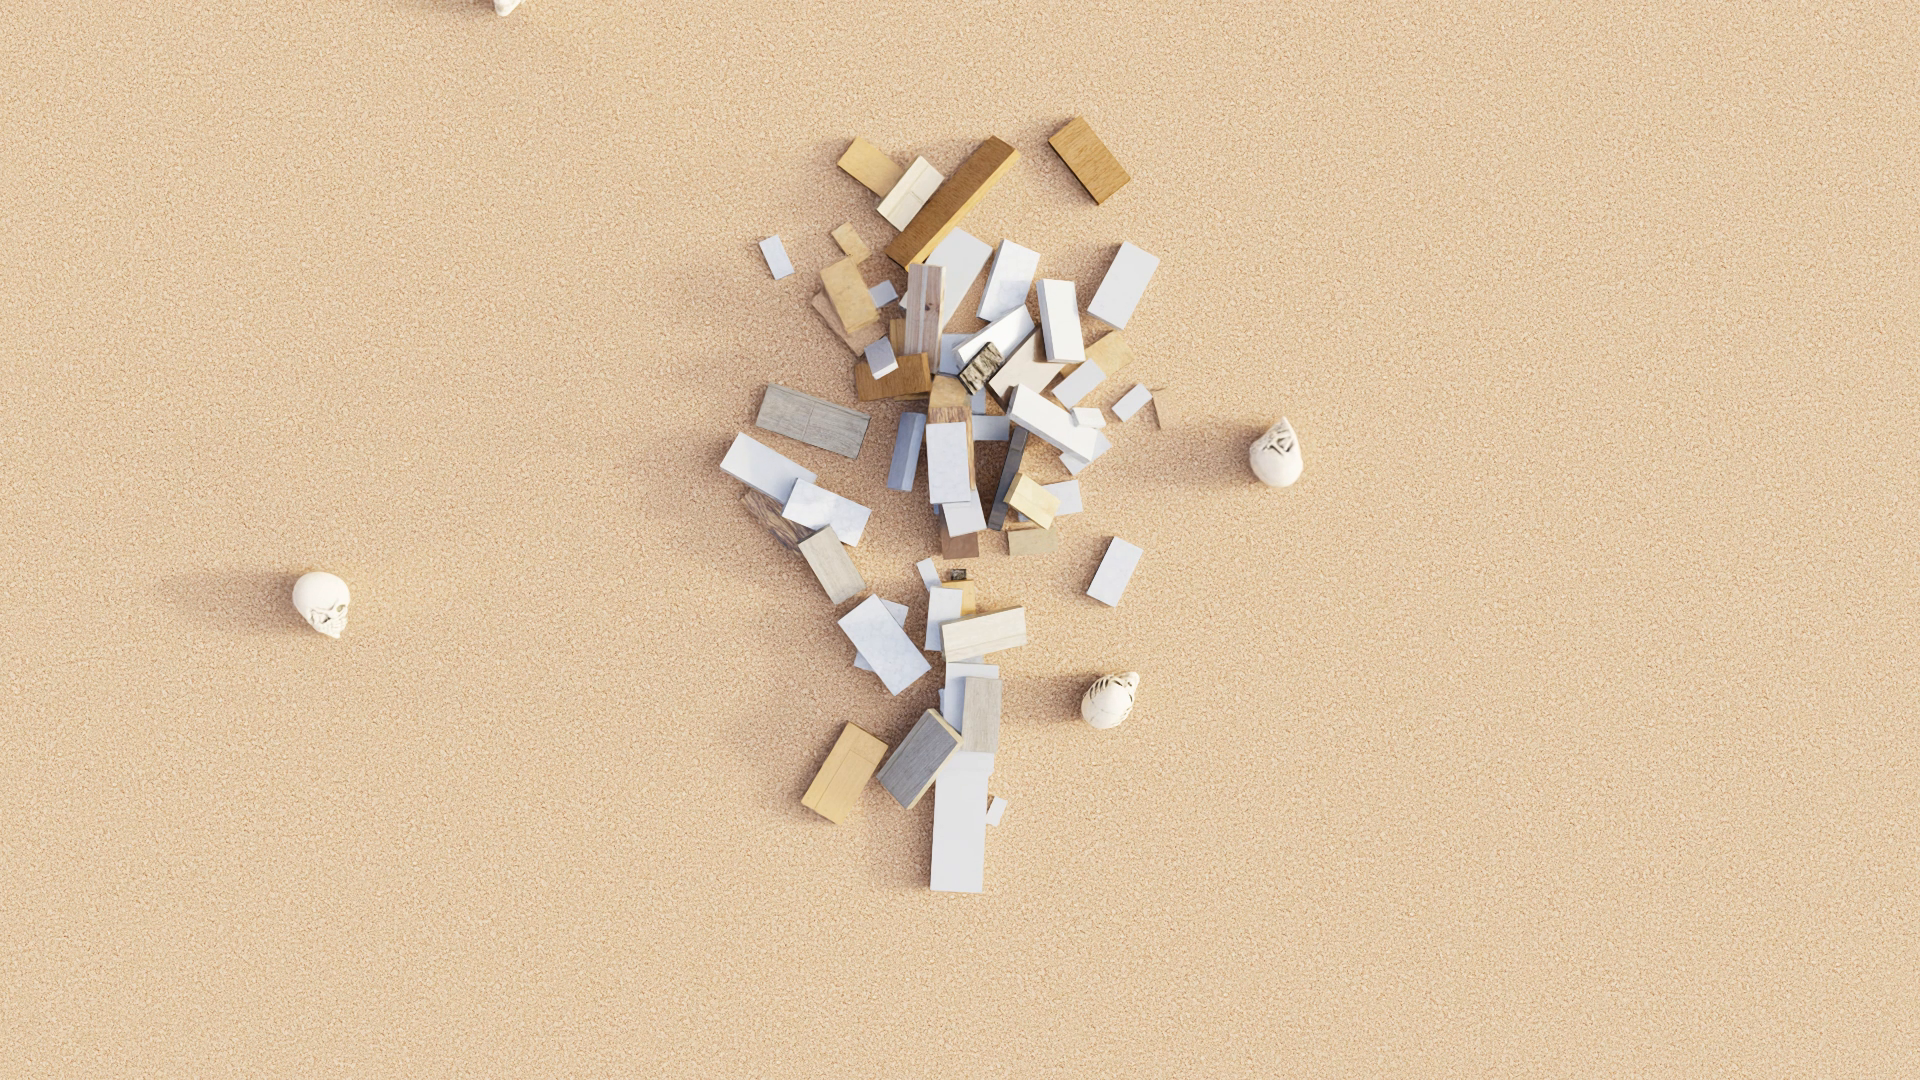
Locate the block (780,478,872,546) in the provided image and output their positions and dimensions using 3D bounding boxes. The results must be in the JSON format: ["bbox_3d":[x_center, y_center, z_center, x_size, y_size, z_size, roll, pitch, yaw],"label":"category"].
[{"bbox_3d":[-0.442,-0.091,5.438,0.271,0.038,0.135,23,90,-19],"label":"block"}]

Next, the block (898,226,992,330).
[{"bbox_3d":[-0.046,-0.862,5.426,0.162,0.046,0.324,31,83,5],"label":"block"}]

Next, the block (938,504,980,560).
[{"bbox_3d":[-0.006,-0.057,5.427,0.120,0.034,0.240,-5,109,1],"label":"block"}]

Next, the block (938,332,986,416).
[{"bbox_3d":[0.003,-0.518,5.442,0.162,0.046,0.324,0,103,0],"label":"block"}]

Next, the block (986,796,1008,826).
[{"bbox_3d":[0.119,0.903,5.493,0.046,0.013,0.092,24,90,0],"label":"block"}]

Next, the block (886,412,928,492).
[{"bbox_3d":[-0.176,-0.292,5.435,0.036,0.128,0.256,12,90,-26],"label":"block"}]

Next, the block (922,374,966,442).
[{"bbox_3d":[-0.048,-0.421,5.387,0.111,0.031,0.221,11,97,-1],"label":"block"}]

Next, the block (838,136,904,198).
[{"bbox_3d":[-0.279,-1.223,5.483,0.234,0.033,0.117,37,90,0],"label":"block"}]

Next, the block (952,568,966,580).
[{"bbox_3d":[-0.003,0.147,5.493,0.051,0.015,0.103,-1,90,0],"label":"block"}]

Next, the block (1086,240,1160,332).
[{"bbox_3d":[0.541,-0.841,5.464,0.135,0.038,0.270,28,83,0],"label":"block"}]

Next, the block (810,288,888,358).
[{"bbox_3d":[-0.370,-0.739,5.482,0.124,0.035,0.247,-42,90,0],"label":"block"}]

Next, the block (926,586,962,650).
[{"bbox_3d":[-0.053,0.259,5.407,0.104,0.030,0.209,5,100,-2],"label":"block"}]

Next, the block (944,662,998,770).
[{"bbox_3d":[0.033,0.574,5.399,0.171,0.048,0.341,3,93,1],"label":"block"}]

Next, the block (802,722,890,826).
[{"bbox_3d":[-0.381,0.775,5.478,0.154,0.044,0.309,31,90,0],"label":"block"}]

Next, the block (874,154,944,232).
[{"bbox_3d":[-0.168,-1.147,5.457,0.115,0.033,0.230,39,89,-28],"label":"block"}]

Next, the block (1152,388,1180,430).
[{"bbox_3d":[0.685,-0.436,5.491,0.064,0.018,0.128,-15,90,0],"label":"block"}]

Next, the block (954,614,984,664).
[{"bbox_3d":[0.016,0.356,5.459,0.104,0.030,0.209,-12,102,2],"label":"block"}]

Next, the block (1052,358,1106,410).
[{"bbox_3d":[0.394,-0.515,5.455,0.168,0.024,0.084,-41,90,0],"label":"block"}]

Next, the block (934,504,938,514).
[{"bbox_3d":[-0.036,-0.197,5.449,0.111,0.031,0.221,-3,109,0],"label":"block"}]

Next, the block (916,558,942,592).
[{"bbox_3d":[-0.102,0.115,5.493,0.051,0.015,0.103,-22,90,0],"label":"block"}]

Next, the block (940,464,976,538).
[{"bbox_3d":[-0.006,-0.126,5.439,0.120,0.034,0.240,-2,109,0],"label":"block"}]

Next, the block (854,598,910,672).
[{"bbox_3d":[-0.261,0.319,5.483,0.120,0.034,0.239,17,90,0],"label":"block"}]

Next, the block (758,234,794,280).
[{"bbox_3d":[-0.609,-0.940,5.490,0.068,0.019,0.137,-25,90,0],"label":"block"}]

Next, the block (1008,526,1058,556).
[{"bbox_3d":[0.243,0.005,5.489,0.161,0.023,0.081,-6,90,0],"label":"block"}]

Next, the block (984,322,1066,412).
[{"bbox_3d":[0.222,-0.557,5.400,0.304,0.043,0.152,-48,112,-21],"label":"block"}]

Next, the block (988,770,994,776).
[{"bbox_3d":[0.068,0.749,5.493,0.046,0.013,0.092,-41,90,0],"label":"block"}]

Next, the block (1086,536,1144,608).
[{"bbox_3d":[0.514,0.106,5.485,0.107,0.030,0.213,26,90,0],"label":"block"}]

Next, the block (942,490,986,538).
[{"bbox_3d":[-0.001,-0.139,5.351,0.120,0.034,0.240,-14,83,-1],"label":"block"}]

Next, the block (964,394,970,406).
[{"bbox_3d":[-0.015,-0.369,5.436,0.111,0.031,0.221,-4,102,1],"label":"block"}]

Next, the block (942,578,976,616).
[{"bbox_3d":[0.000,0.237,5.464,0.104,0.030,0.209,-5,102,0],"label":"block"}]

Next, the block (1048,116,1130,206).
[{"bbox_3d":[0.429,-1.262,5.481,0.135,0.038,0.270,-39,90,0],"label":"block"}]

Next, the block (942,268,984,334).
[{"bbox_3d":[-0.001,-0.734,5.477,0.162,0.046,0.324,0,90,0],"label":"block"}]

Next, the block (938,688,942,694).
[{"bbox_3d":[-0.037,0.538,5.478,0.049,0.014,0.097,-14,92,2],"label":"block"}]
